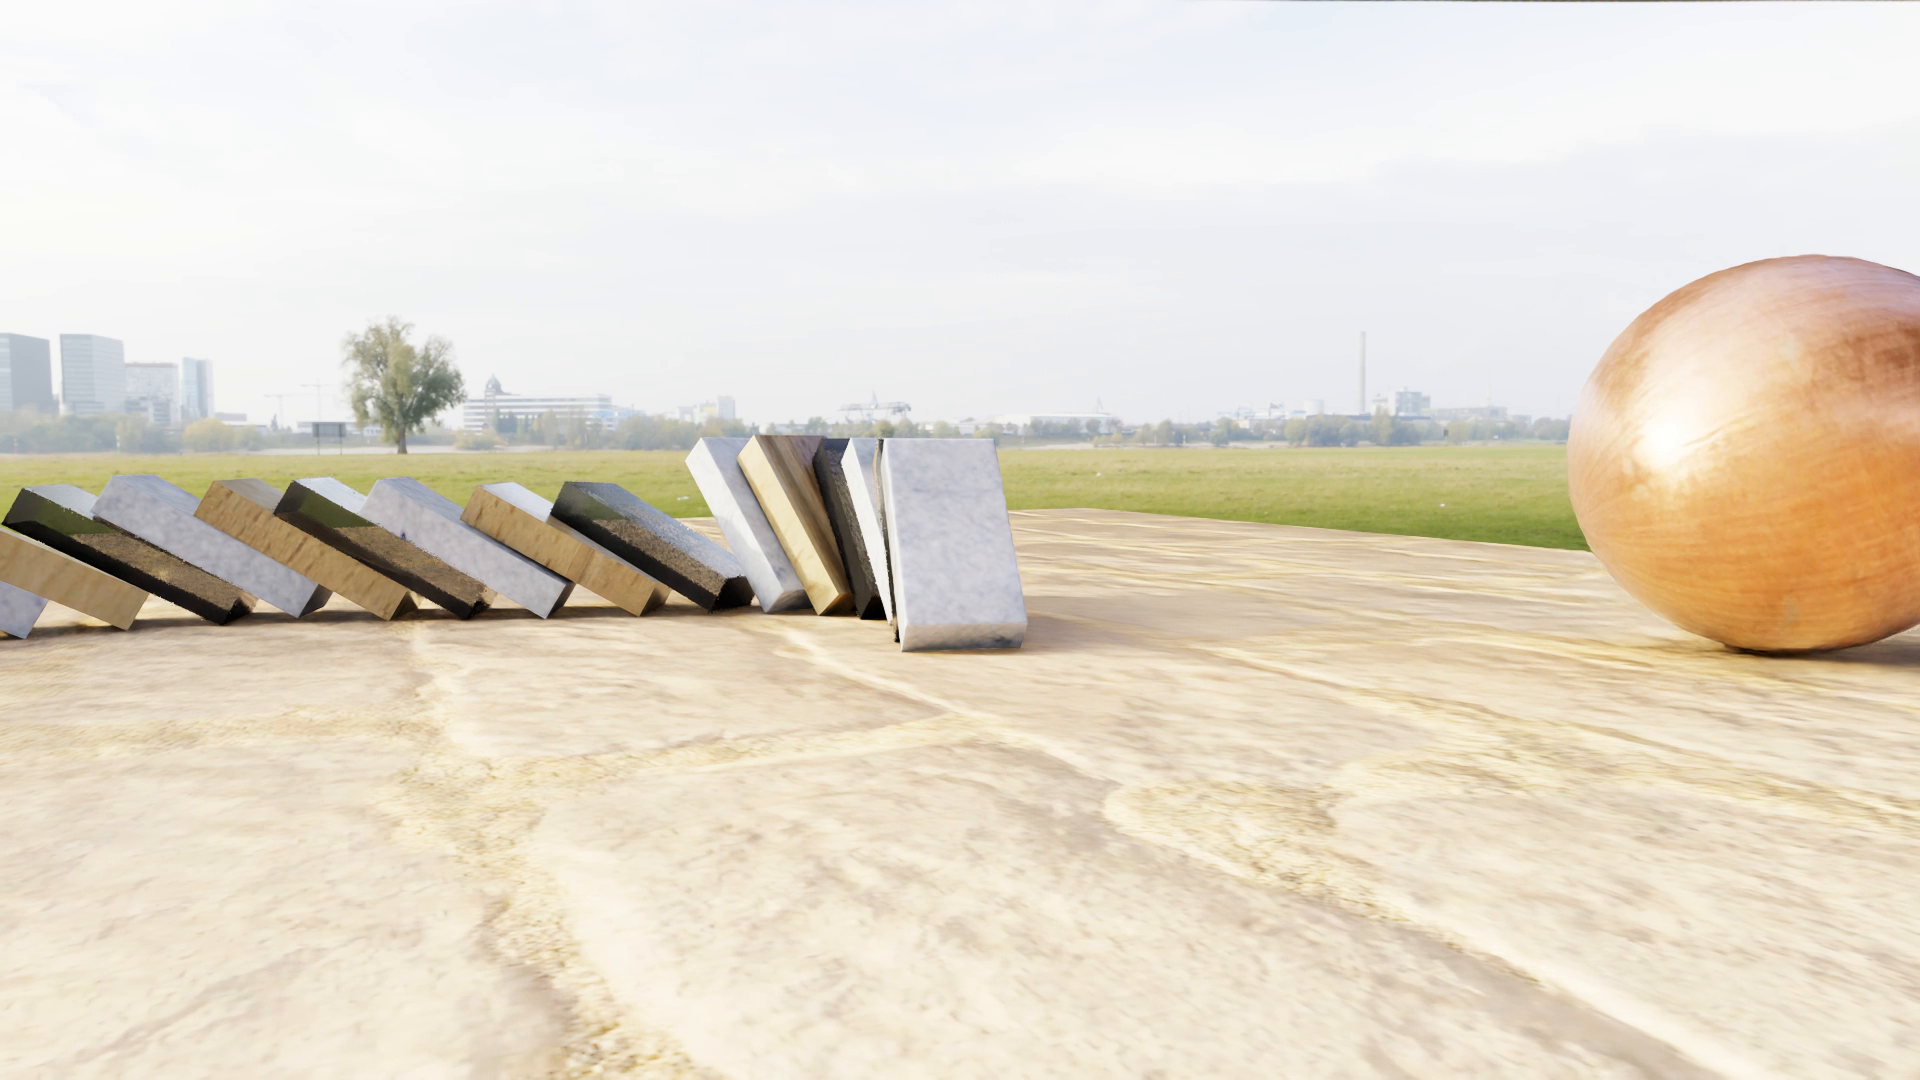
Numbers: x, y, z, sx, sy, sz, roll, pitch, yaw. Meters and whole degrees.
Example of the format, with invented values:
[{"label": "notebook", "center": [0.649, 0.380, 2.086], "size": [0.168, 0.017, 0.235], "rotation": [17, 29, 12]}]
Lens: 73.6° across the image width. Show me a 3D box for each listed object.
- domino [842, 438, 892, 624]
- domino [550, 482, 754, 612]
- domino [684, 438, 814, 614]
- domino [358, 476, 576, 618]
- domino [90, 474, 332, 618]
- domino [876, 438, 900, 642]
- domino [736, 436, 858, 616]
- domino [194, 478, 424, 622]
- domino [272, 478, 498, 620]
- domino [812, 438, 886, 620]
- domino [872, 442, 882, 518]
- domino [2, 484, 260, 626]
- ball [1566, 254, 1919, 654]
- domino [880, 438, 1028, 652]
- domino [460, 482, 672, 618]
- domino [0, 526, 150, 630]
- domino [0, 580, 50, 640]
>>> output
[{"label": "domino", "center": [-0.011, -0.003, 0.317], "size": [0.025, 0.050, 0.009], "rotation": [-1, -37, -25]}, {"label": "domino", "center": [-0.078, 0.001, 0.332], "size": [0.050, 0.009, 0.025], "rotation": [30, 8, 11]}, {"label": "domino", "center": [-0.050, -0.005, 0.337], "size": [0.025, 0.050, 0.009], "rotation": [-4, -35, -48]}, {"label": "domino", "center": [-0.121, 0.001, 0.321], "size": [0.050, 0.009, 0.025], "rotation": [31, 0, -9]}, {"label": "domino", "center": [-0.179, 0.001, 0.311], "size": [0.050, 0.010, 0.025], "rotation": [31, -4, -13]}, {"label": "domino", "center": [-0.004, -0.001, 0.289], "size": [0.025, 0.050, 0.009], "rotation": [-1, -37, -11]}, {"label": "domino", "center": [-0.036, -0.005, 0.333], "size": [0.025, 0.050, 0.009], "rotation": [-5, -33, -48]}, {"label": "domino", "center": [-0.158, 0.002, 0.316], "size": [0.050, 0.009, 0.025], "rotation": [31, 0, -9]}, {"label": "domino", "center": [-0.139, 0.002, 0.317], "size": [0.050, 0.009, 0.025], "rotation": [31, 0, -9]}, {"label": "domino", "center": [-0.019, -0.004, 0.327], "size": [0.025, 0.050, 0.010], "rotation": [-2, -36, -27]}, {"label": "domino", "center": [-0.005, -0.002, 0.303], "size": [0.025, 0.050, 0.009], "rotation": [-1, -37, -14]}, {"label": "domino", "center": [-0.195, 0.003, 0.307], "size": [0.050, 0.009, 0.025], "rotation": [29, -3, -14]}, {"label": "ball", "center": [0.167, -0.017, 0.260], "size": [0.080, 0.080, 0.080], "rotation": [0, 4, 0]}, {"label": "domino", "center": [-0.002, 0.000, 0.276], "size": [0.025, 0.050, 0.009], "rotation": [-1, -37, -11]}, {"label": "domino", "center": [-0.098, 0.002, 0.327], "size": [0.050, 0.010, 0.025], "rotation": [29, 4, -1]}, {"label": "domino", "center": [-0.213, 0.004, 0.289], "size": [0.050, 0.010, 0.025], "rotation": [34, -17, -35]}, {"label": "domino", "center": [-0.226, 0.005, 0.274], "size": [0.025, 0.010, 0.050], "rotation": [4, -24, 46]}]
